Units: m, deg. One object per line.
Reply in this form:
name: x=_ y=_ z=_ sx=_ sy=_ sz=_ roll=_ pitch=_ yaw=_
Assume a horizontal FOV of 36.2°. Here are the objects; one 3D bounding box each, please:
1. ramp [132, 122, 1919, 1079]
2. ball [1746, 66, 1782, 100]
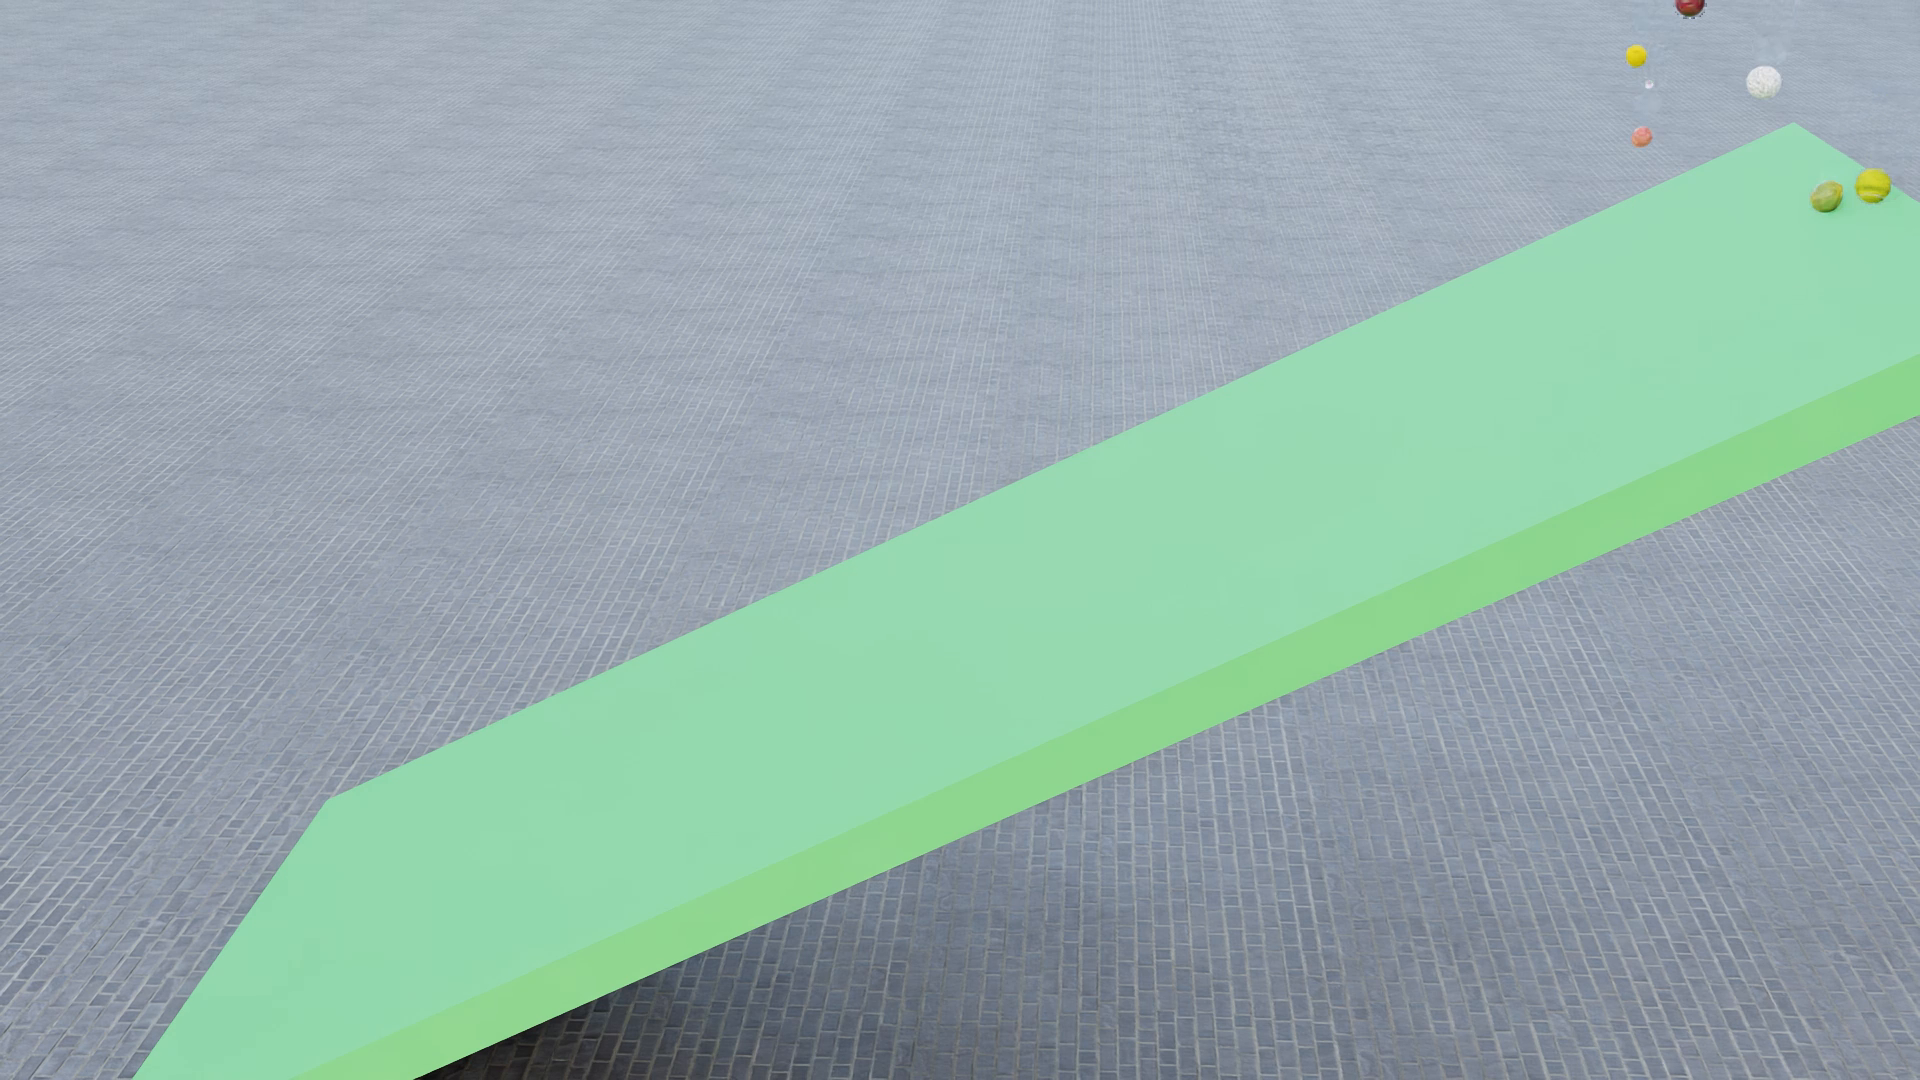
ramp: x=0.138 y=0.168 z=6.281 sx=4.000 sy=0.100 sz=2.000 roll=-25 pitch=14 yaw=10
ball: x=1.585 y=-0.902 z=5.800 sx=0.066 sy=0.066 sz=0.066 roll=0 pitch=16 yaw=0
